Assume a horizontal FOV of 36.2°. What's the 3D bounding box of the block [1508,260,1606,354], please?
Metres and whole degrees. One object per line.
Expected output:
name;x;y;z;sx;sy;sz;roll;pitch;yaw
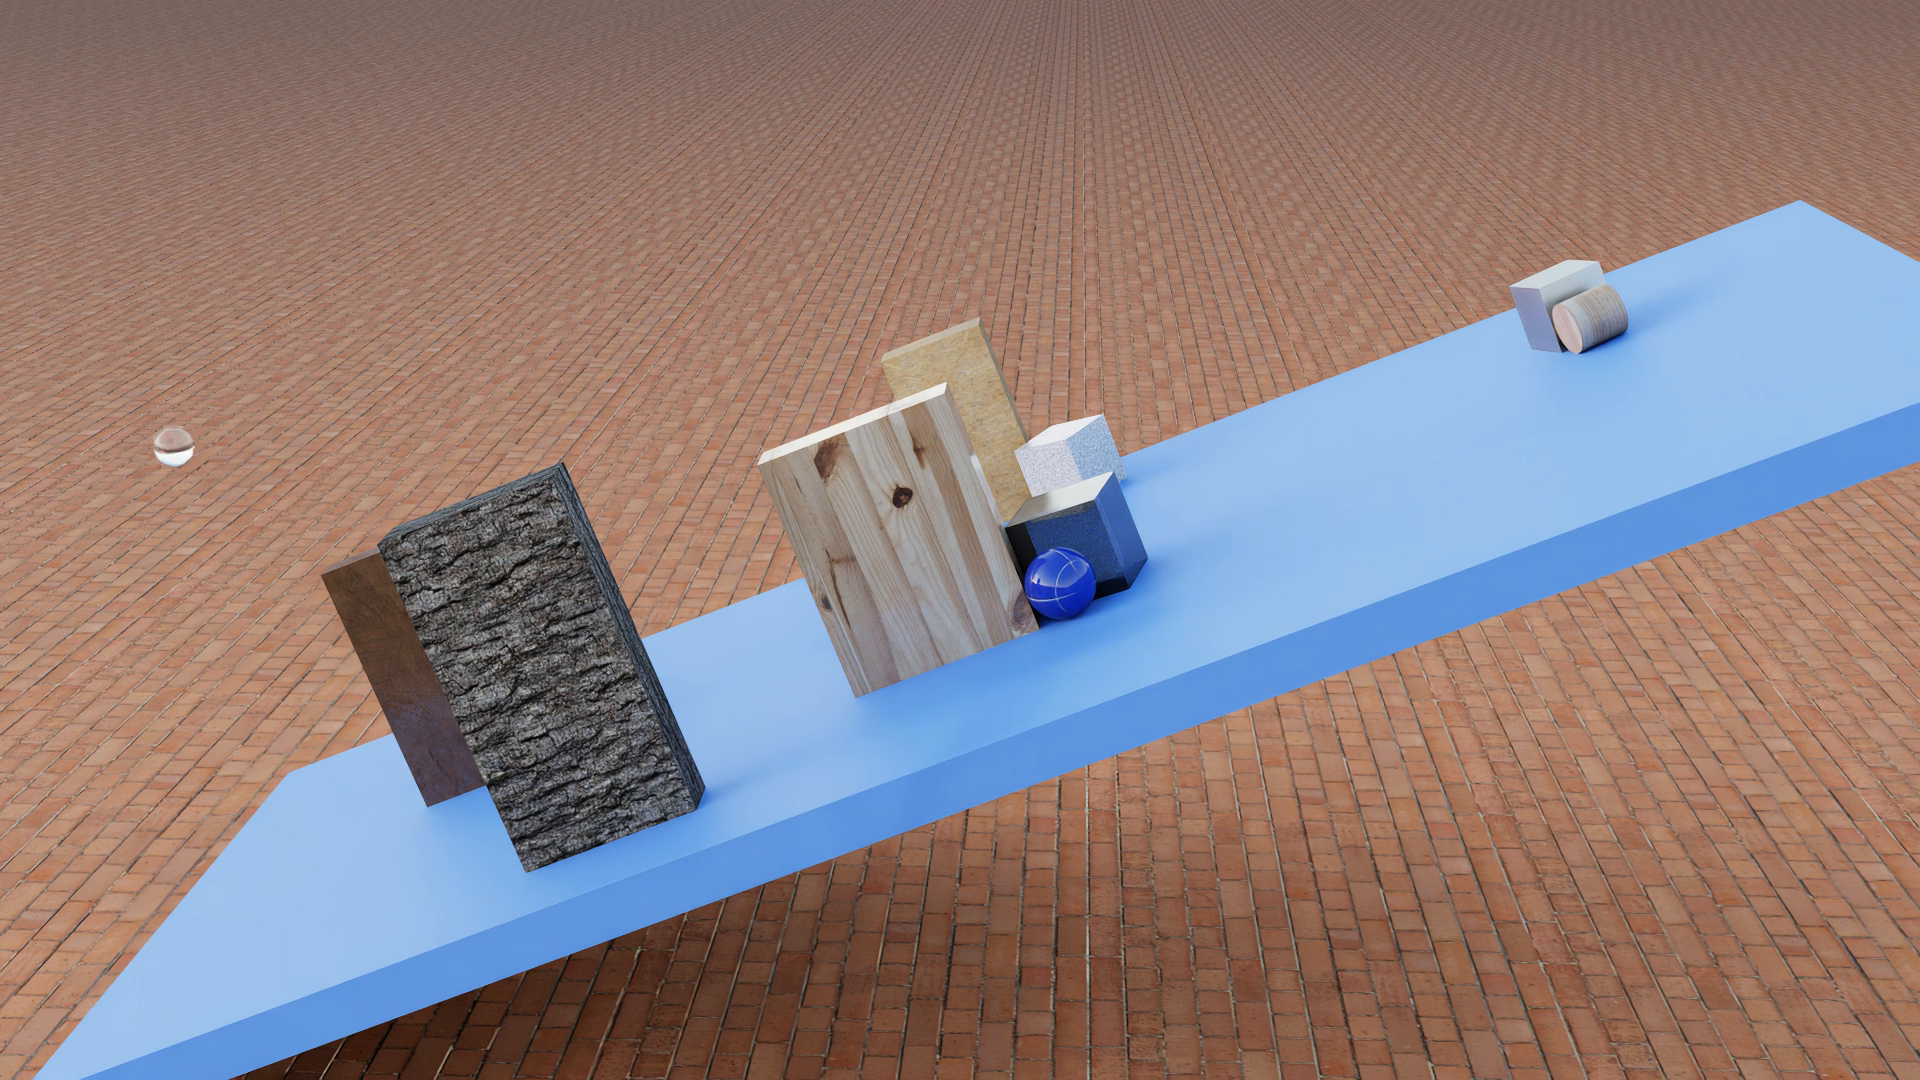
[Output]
block;1.344;-0.520;6.536;0.153;0.153;0.153;-24;12;-11

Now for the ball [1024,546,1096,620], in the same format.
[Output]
ball;0.202;0.087;5.929;0.147;0.147;0.147;0;14;0

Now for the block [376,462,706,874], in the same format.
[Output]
block;-0.801;0.248;5.673;0.361;0.704;0.139;-21;12;7

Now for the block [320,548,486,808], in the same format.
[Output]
block;-1.124;0.263;6.508;0.356;0.572;0.090;-21;12;7

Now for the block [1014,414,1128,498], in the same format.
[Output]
block;0.263;-0.180;6.962;0.162;0.162;0.162;-12;16;41

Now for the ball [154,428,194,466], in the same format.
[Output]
ball;-3.073;-0.364;11.495;0.152;0.152;0.152;0;14;0

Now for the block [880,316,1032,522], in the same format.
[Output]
block;0.016;-0.265;7.035;0.248;0.468;0.118;-21;12;7

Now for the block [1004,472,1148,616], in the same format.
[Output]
block;0.243;0.007;6.081;0.201;0.201;0.201;-18;13;20

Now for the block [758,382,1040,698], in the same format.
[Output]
block;-0.120;0.001;5.978;0.403;0.521;0.124;-21;12;7

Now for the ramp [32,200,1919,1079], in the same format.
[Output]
ramp;0.123;0.174;6.291;4.000;0.100;2.000;-21;12;7
